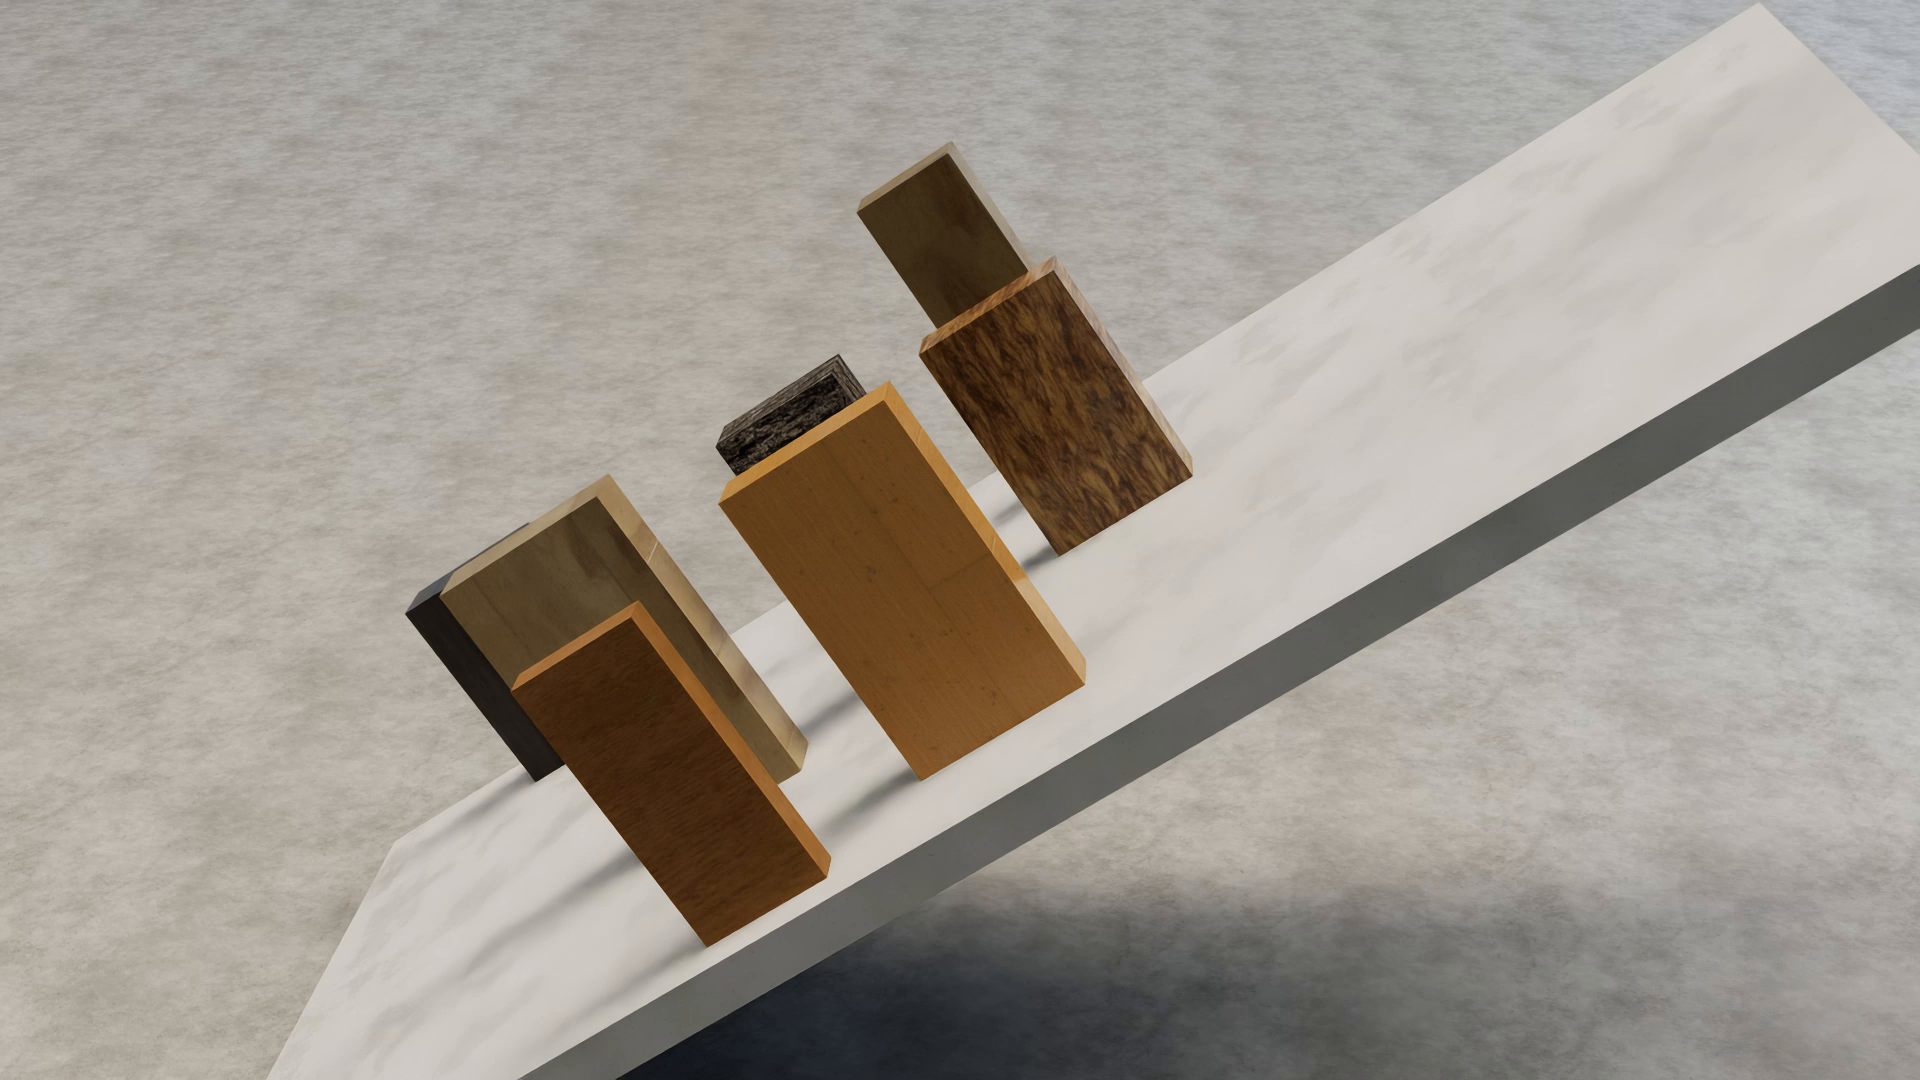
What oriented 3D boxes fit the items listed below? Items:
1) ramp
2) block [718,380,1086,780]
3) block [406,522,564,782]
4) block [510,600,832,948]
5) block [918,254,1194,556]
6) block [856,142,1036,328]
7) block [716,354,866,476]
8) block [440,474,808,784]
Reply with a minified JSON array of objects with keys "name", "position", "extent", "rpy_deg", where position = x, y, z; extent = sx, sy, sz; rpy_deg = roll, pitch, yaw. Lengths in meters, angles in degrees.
[{"name":"ramp","position":[0.138,0.172,6.299],"extent":[4.000,0.100,2.000],"rpy_deg":[-31,16,14]},{"name":"block","position":[-0.104,0.083,5.595],"extent":[0.377,0.676,0.119],"rpy_deg":[-31,16,14]},{"name":"block","position":[-1.065,0.281,7.320],"extent":[0.347,0.540,0.145],"rpy_deg":[-31,16,14]},{"name":"block","position":[-0.539,0.444,5.527],"extent":[0.280,0.629,0.084],"rpy_deg":[-31,16,14]},{"name":"block","position":[0.208,-0.285,6.298],"extent":[0.342,0.542,0.122],"rpy_deg":[-31,16,14]},{"name":"block","position":[0.097,-0.502,6.704],"extent":[0.249,0.797,0.121],"rpy_deg":[-31,16,14]},{"name":"block","position":[-0.200,-0.036,6.212],"extent":[0.296,0.649,0.139],"rpy_deg":[-31,16,14]},{"name":"block","position":[-0.701,0.276,6.193],"extent":[0.409,0.728,0.141],"rpy_deg":[-31,16,14]}]
